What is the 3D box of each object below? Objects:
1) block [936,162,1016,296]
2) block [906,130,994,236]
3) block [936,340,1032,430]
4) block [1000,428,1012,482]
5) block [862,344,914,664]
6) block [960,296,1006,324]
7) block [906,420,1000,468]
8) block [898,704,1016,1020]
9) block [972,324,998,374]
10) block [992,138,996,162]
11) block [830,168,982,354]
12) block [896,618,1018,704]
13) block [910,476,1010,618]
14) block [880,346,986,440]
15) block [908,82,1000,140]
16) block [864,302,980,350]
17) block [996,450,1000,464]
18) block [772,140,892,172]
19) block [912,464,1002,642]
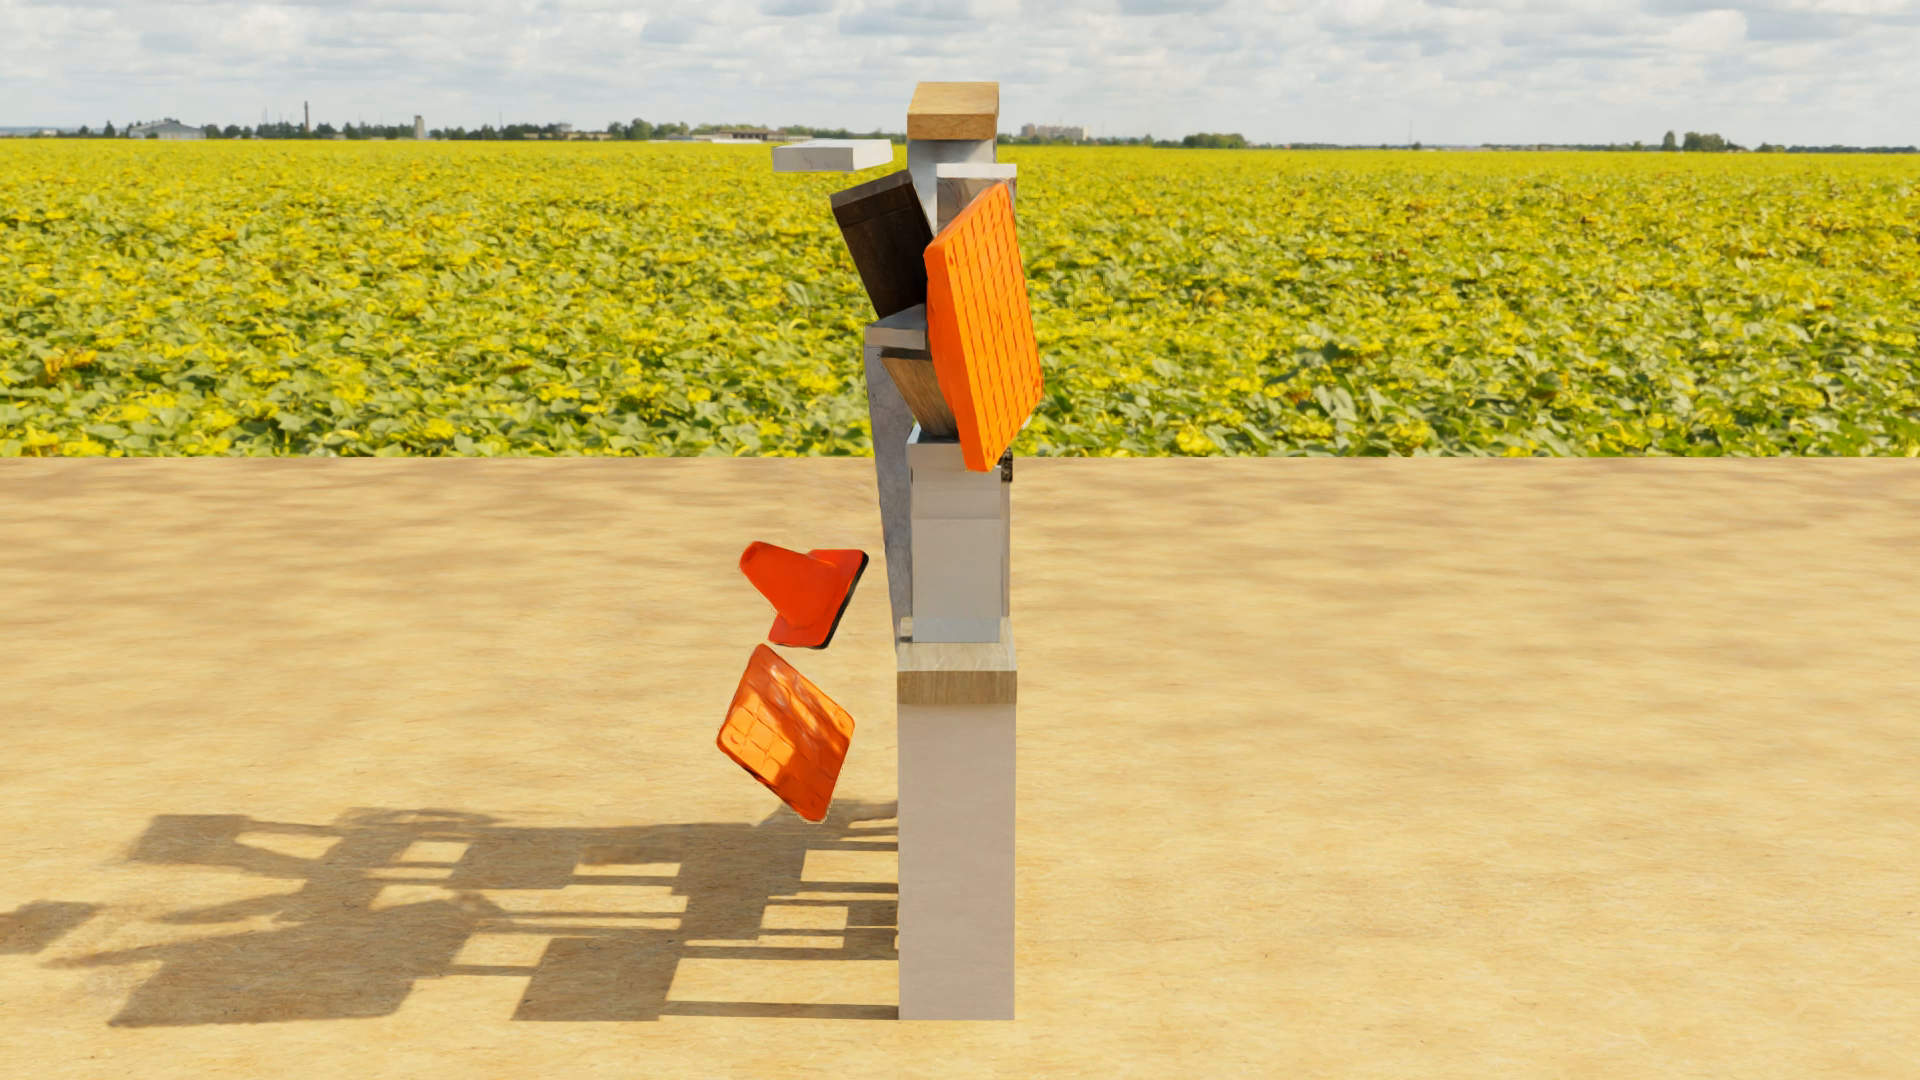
[{"bbox_3d":[0.023,-0.469,3.338,0.118,0.236,0.033,0,49,-1],"label":"block"},{"bbox_3d":[-0.016,-0.529,3.569,0.140,0.281,0.040,0,-18,0],"label":"block"},{"bbox_3d":[0.023,-0.230,3.233,0.091,0.026,0.183,14,-24,43],"label":"block"},{"bbox_3d":[0.000,-0.143,3.673,0.162,0.046,0.324,0,11,-1],"label":"block"},{"bbox_3d":[-0.103,-0.050,3.864,0.073,0.597,0.021,-7,12,-5],"label":"block"},{"bbox_3d":[0.014,-0.362,3.413,0.112,0.032,0.223,0,10,0],"label":"block"},{"bbox_3d":[-0.008,-0.144,3.257,0.127,0.036,0.255,0,11,3],"label":"block"},{"bbox_3d":[-0.005,0.449,3.125,0.166,0.475,0.047,0,10,0],"label":"block"},{"bbox_3d":[0.000,-0.047,3.421,0.112,0.590,0.032,1,11,3],"label":"block"},{"bbox_3d":[-0.009,-0.572,3.743,0.140,0.298,0.040,0,3,1],"label":"block"},{"bbox_3d":[-0.064,-0.350,3.213,0.118,0.421,0.033,-18,44,6],"label":"block"},{"bbox_3d":[-0.005,0.172,3.187,0.166,0.047,0.331,0,11,0],"label":"block"},{"bbox_3d":[0.000,0.058,3.604,0.162,0.324,0.046,0,11,0],"label":"block"},{"bbox_3d":[-0.037,-0.210,3.115,0.091,0.026,0.183,7,-30,28],"label":"block"},{"bbox_3d":[-0.008,-0.715,3.651,0.140,0.040,0.281,1,22,2],"label":"block"},{"bbox_3d":[-0.052,-0.302,3.096,0.091,0.026,0.183,8,19,23],"label":"block"},{"bbox_3d":[-0.003,0.058,3.367,0.127,0.401,0.036,0,7,1],"label":"block"},{"bbox_3d":[-0.184,-0.565,3.226,0.118,0.033,0.236,1,13,12],"label":"block"},{"bbox_3d":[-0.005,0.019,3.179,0.127,0.255,0.036,0,10,0],"label":"block"}]
